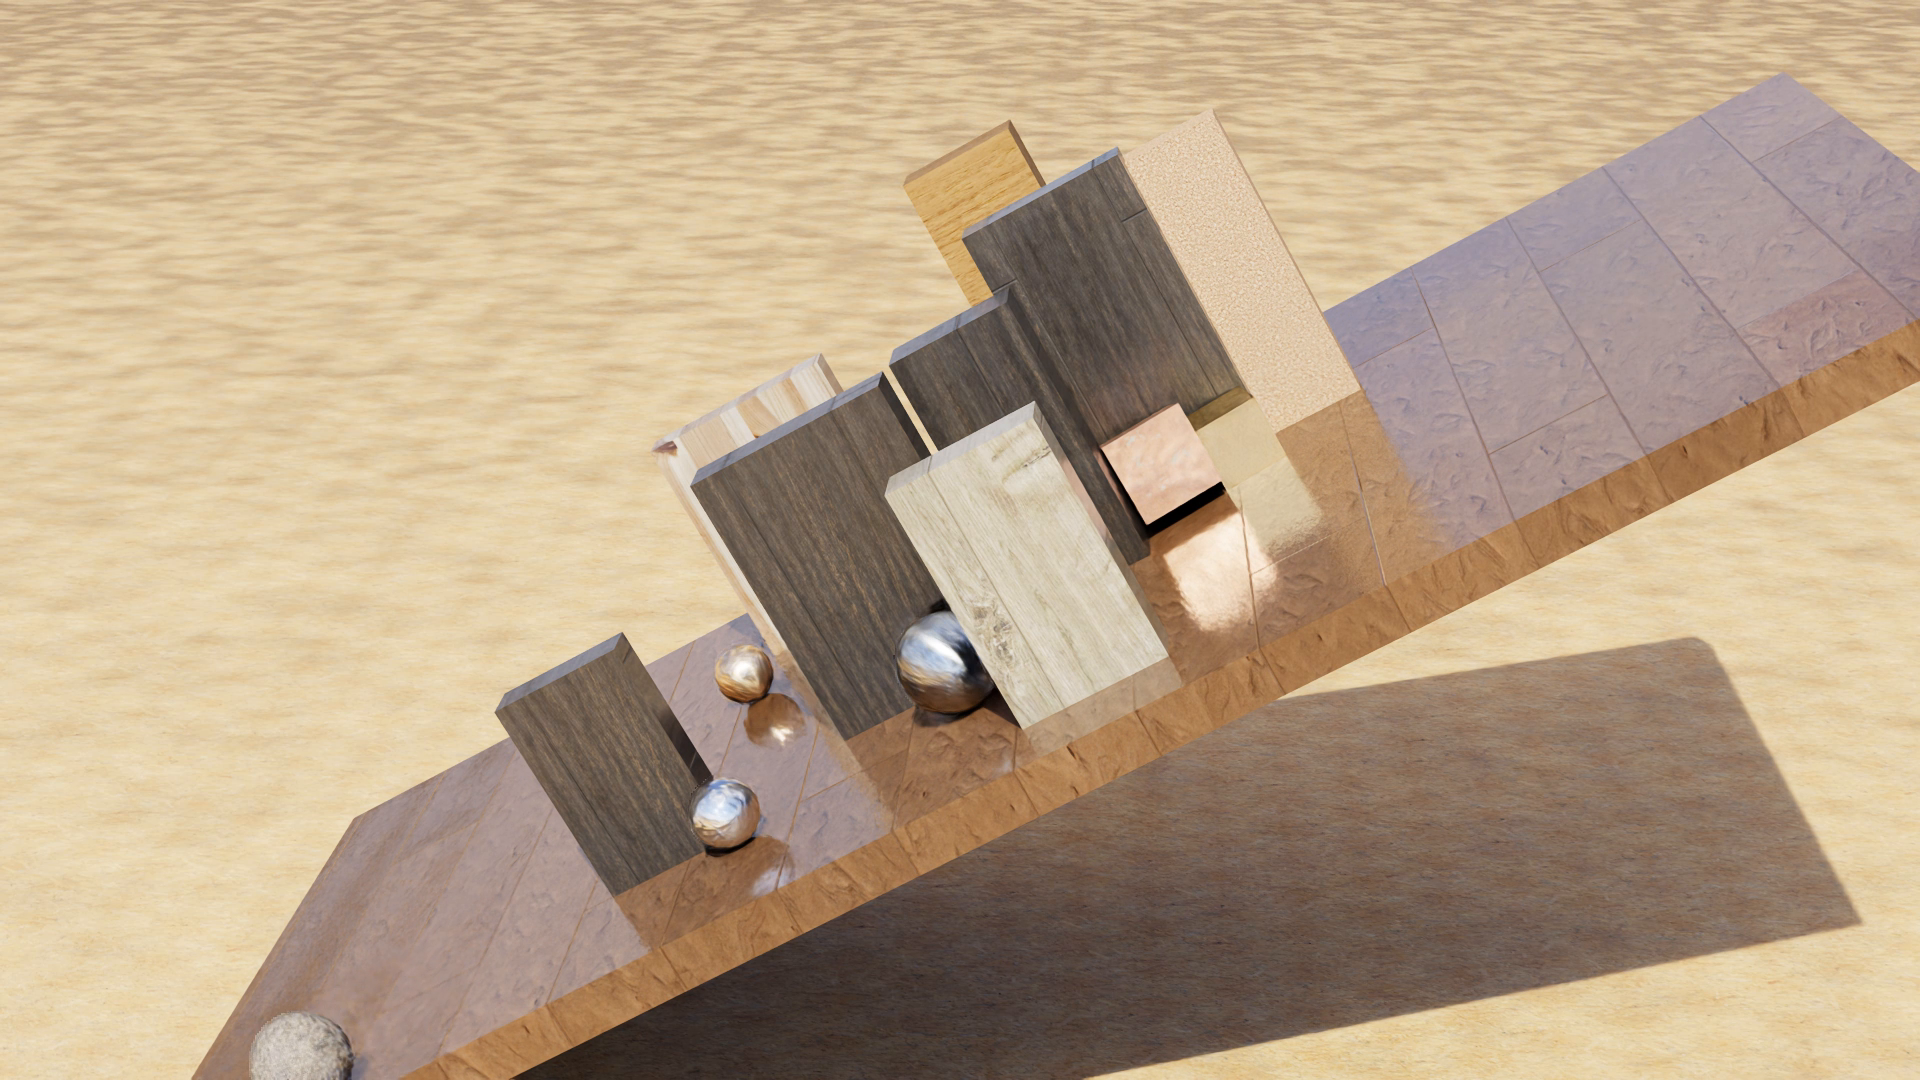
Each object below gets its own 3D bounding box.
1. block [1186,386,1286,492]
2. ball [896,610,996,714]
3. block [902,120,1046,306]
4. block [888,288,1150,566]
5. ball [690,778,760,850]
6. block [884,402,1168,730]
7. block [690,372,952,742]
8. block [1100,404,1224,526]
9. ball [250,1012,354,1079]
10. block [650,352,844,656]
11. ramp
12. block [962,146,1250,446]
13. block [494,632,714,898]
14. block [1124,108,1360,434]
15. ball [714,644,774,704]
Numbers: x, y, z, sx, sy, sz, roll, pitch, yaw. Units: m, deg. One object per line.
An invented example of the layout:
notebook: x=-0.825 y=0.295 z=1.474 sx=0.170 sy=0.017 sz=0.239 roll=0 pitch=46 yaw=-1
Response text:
block: x=0.577 y=-0.216 z=6.218 sx=0.146 sy=0.146 sz=0.146 roll=-31 pitch=14 yaw=0
ball: x=-0.023 y=0.239 z=5.748 sx=0.204 sy=0.204 sz=0.204 roll=0 pitch=18 yaw=0
block: x=0.184 y=-0.571 z=6.916 sx=0.278 sy=0.783 sz=0.127 roll=-27 pitch=14 yaw=11
block: x=0.127 y=-0.181 z=6.061 sx=0.275 sy=0.607 sz=0.132 roll=-27 pitch=14 yaw=11
ball: x=-0.459 y=0.534 z=5.744 sx=0.139 sy=0.139 sz=0.139 roll=0 pitch=18 yaw=0
block: x=0.127 y=0.049 z=5.452 sx=0.309 sy=0.519 sz=0.116 roll=-27 pitch=14 yaw=11
block: x=-0.195 y=0.036 z=5.938 sx=0.433 sy=0.618 sz=0.117 roll=-27 pitch=14 yaw=11
block: x=0.417 y=-0.160 z=6.197 sx=0.185 sy=0.185 sz=0.185 roll=-31 pitch=2 yaw=-1
ball: x=-1.262 y=1.003 z=5.643 sx=0.191 sy=0.191 sz=0.191 roll=0 pitch=18 yaw=0
block: x=-0.376 y=-0.079 z=6.803 sx=0.444 sy=0.565 sz=0.093 roll=-27 pitch=14 yaw=11
ramp: x=0.142 y=0.167 z=6.283 sx=4.000 sy=0.100 sz=2.000 roll=-27 pitch=14 yaw=11
block: x=0.341 y=-0.438 z=6.302 sx=0.374 sy=0.708 sz=0.097 roll=-27 pitch=14 yaw=11
block: x=-0.680 y=0.448 z=5.846 sx=0.277 sy=0.450 sz=0.104 roll=-27 pitch=14 yaw=11
block: x=0.540 y=-0.539 z=6.317 sx=0.365 sy=0.675 sz=0.097 roll=-27 pitch=14 yaw=11
ball: x=-0.485 y=0.301 z=6.606 sx=0.131 sy=0.131 sz=0.131 roll=0 pitch=18 yaw=0
